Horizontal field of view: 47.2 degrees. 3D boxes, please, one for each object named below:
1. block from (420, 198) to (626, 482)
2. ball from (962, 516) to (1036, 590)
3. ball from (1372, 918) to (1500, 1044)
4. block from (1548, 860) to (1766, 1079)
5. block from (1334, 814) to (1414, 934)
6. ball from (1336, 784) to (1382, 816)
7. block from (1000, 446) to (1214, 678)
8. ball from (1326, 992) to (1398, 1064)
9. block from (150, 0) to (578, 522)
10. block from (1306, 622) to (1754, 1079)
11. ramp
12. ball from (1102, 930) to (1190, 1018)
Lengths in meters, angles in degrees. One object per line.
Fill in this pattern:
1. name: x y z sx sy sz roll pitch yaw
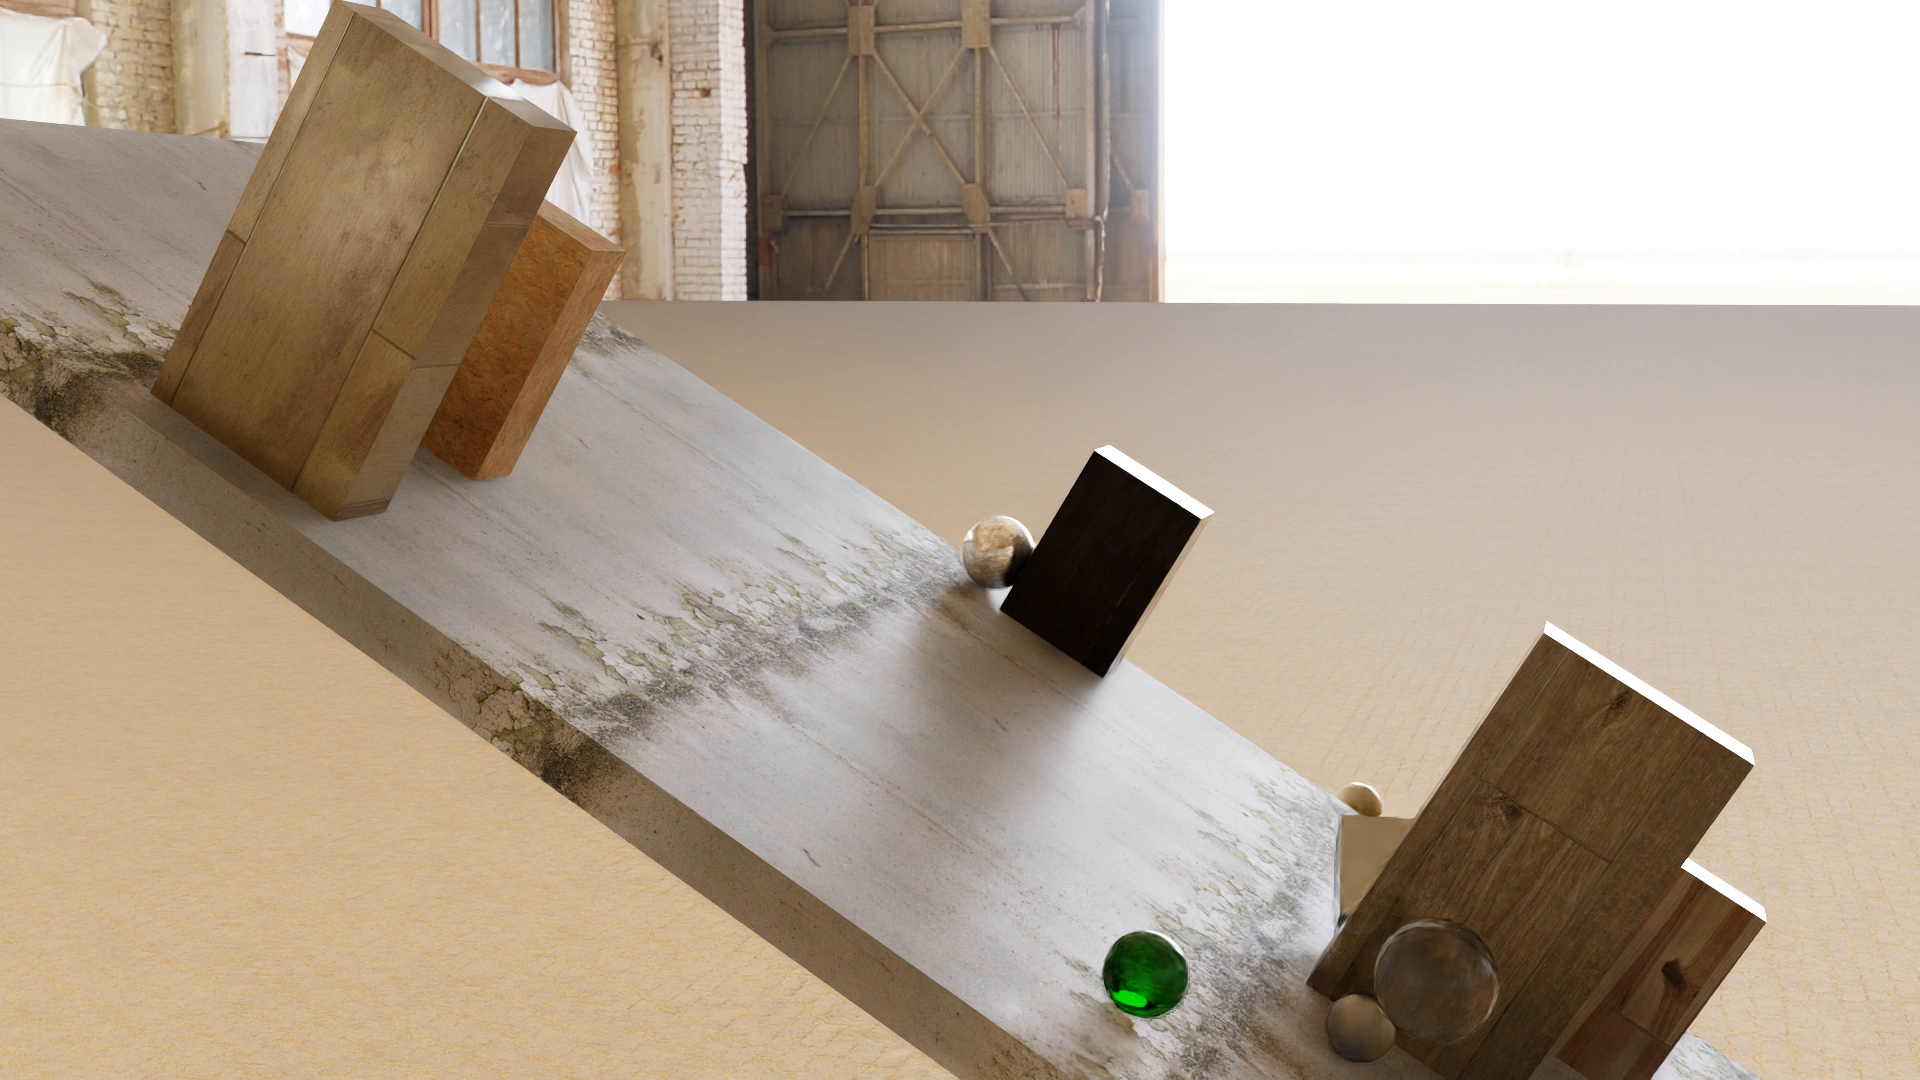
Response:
1. block: -0.889 -0.417 3.891 0.418 0.465 0.129 33 15 11
2. ball: 0.086 0.028 4.912 0.165 0.165 0.165 0 7 0
3. ball: 0.762 0.704 3.517 0.198 0.198 0.198 0 7 0
4. block: 1.209 0.763 4.131 0.397 0.437 0.096 33 15 11
5. block: 0.778 0.618 3.996 0.182 0.182 0.182 3 -24 7
6. ball: 1.329 0.890 7.339 0.157 0.157 0.157 0 7 0
7. block: 0.320 0.046 4.817 0.274 0.415 0.143 33 15 11
8. ball: 0.655 0.795 3.587 0.114 0.114 0.114 0 7 0
9. block: -0.927 -0.426 3.398 0.377 0.691 0.144 33 15 11
10. block: 0.955 0.557 3.722 0.390 0.737 0.120 33 15 11
11. ramp: -0.168 0.277 4.120 4.000 0.100 2.000 33 15 11
12. ball: 0.278 0.651 3.299 0.130 0.130 0.130 0 7 0
